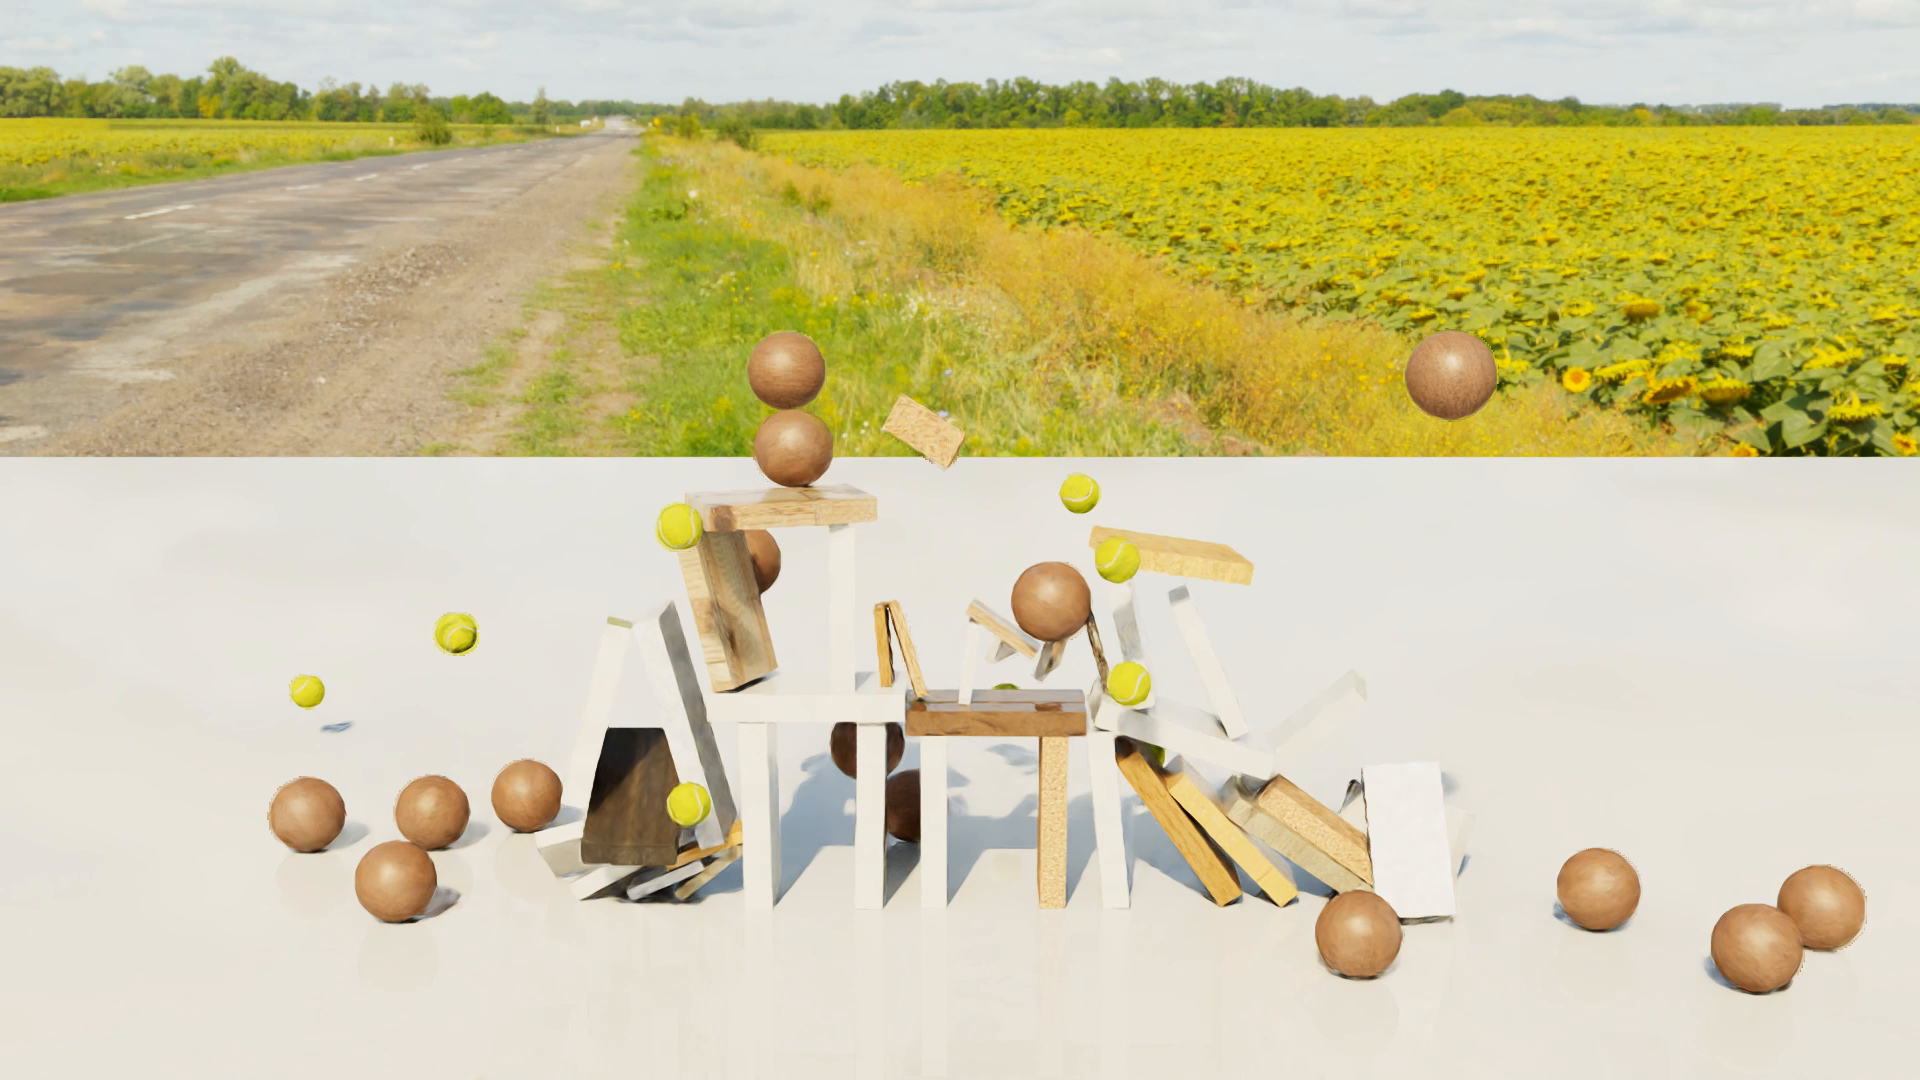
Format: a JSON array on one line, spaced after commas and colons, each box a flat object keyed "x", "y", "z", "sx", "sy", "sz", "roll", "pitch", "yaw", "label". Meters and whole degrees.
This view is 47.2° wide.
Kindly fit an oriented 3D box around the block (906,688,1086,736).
[{"x": 0.059, "y": 0.283, "z": 3.611, "sx": 0.292, "sy": 0.041, "sz": 0.146, "roll": 0, "pitch": 11, "yaw": 1, "label": "block"}]

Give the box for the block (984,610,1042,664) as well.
[{"x": 0.097, "y": 0.176, "z": 4.004, "sx": 0.019, "sy": 0.067, "sz": 0.134, "roll": 29, "pitch": 27, "yaw": 24, "label": "block"}]

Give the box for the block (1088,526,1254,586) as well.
[{"x": 0.340, "y": 0.025, "z": 3.537, "sx": 0.239, "sy": 0.034, "sz": 0.120, "roll": 8, "pitch": 14, "yaw": -19, "label": "block"}]

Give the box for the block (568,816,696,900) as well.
[{"x": -0.534, "y": 0.524, "z": 3.650, "sx": 0.217, "sy": 0.031, "sz": 0.108, "roll": -29, "pitch": 2, "yaw": 19, "label": "block"}]

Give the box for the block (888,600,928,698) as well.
[{"x": -0.087, "y": 0.177, "z": 3.602, "sx": 0.018, "sy": 0.157, "sz": 0.063, "roll": -17, "pitch": 7, "yaw": -5, "label": "block"}]

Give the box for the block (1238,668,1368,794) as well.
[{"x": 0.576, "y": 0.320, "z": 3.692, "sx": 0.246, "sy": 0.035, "sz": 0.123, "roll": -40, "pitch": 4, "yaw": 15, "label": "block"}]

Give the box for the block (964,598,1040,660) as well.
[{"x": 0.070, "y": 0.144, "z": 3.590, "sx": 0.134, "sy": 0.019, "sz": 0.067, "roll": 35, "pitch": 9, "yaw": 1, "label": "block"}]

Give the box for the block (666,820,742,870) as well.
[{"x": -0.420, "y": 0.504, "z": 3.642, "sx": 0.138, "sy": 0.020, "sz": 0.069, "roll": -21, "pitch": 10, "yaw": 4, "label": "block"}]

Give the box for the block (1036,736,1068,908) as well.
[{"x": 0.153, "y": 0.446, "z": 3.642, "sx": 0.041, "sy": 0.292, "sz": 0.146, "roll": 0, "pitch": 11, "yaw": 0, "label": "block"}]

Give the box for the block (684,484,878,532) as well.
[{"x": -0.285, "y": -0.052, "z": 3.500, "sx": 0.277, "sy": 0.039, "sz": 0.139, "roll": -4, "pitch": 11, "yaw": -22, "label": "block"}]

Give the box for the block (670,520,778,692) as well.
[{"x": -0.381, "y": 0.094, "z": 3.572, "sx": 0.039, "sy": 0.277, "sz": 0.139, "roll": -11, "pitch": 6, "yaw": 29, "label": "block"}]

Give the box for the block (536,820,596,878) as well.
[{"x": -0.594, "y": 0.505, "z": 3.710, "sx": 0.217, "sy": 0.108, "sz": 0.031, "roll": -14, "pitch": 54, "yaw": 0, "label": "block"}]

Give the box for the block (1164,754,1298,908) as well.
[{"x": 0.448, "y": 0.480, "z": 3.650, "sx": 0.039, "sy": 0.272, "sz": 0.136, "roll": -43, "pitch": 6, "yaw": 9, "label": "block"}]

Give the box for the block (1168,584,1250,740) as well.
[{"x": 0.406, "y": 0.198, "z": 3.596, "sx": 0.034, "sy": 0.239, "sz": 0.120, "roll": -24, "pitch": 9, "yaw": 7, "label": "block"}]

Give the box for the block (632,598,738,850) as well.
[{"x": -0.448, "y": 0.299, "z": 3.603, "sx": 0.042, "sy": 0.386, "sz": 0.148, "roll": -14, "pitch": 10, "yaw": 5, "label": "block"}]

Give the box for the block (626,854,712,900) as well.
[{"x": -0.482, "y": 0.553, "z": 3.653, "sx": 0.138, "sy": 0.020, "sz": 0.069, "roll": -24, "pitch": 9, "yaw": 9, "label": "block"}]

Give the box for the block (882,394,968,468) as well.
[{"x": -0.057, "y": -0.176, "z": 3.565, "sx": 0.126, "sy": 0.063, "sz": 0.018, "roll": 33, "pitch": 22, "yaw": 10, "label": "block"}]

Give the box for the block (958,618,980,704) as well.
[{"x": 0.016, "y": 0.196, "z": 3.598, "sx": 0.019, "sy": 0.134, "sz": 0.067, "roll": 8, "pitch": 11, "yaw": -1, "label": "block"}]

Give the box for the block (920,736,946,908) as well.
[{"x": -0.043, "y": 0.447, "z": 3.642, "sx": 0.041, "sy": 0.292, "sz": 0.146, "roll": 0, "pitch": 11, "yaw": 0, "label": "block"}]

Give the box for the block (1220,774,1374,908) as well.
[{"x": 0.558, "y": 0.498, "z": 3.657, "sx": 0.272, "sy": 0.039, "sz": 0.136, "roll": 34, "pitch": 10, "yaw": -4, "label": "block"}]

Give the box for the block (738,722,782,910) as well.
[{"x": -0.330, "y": 0.433, "z": 3.640, "sx": 0.045, "sy": 0.319, "sz": 0.159, "roll": -1, "pitch": 11, "yaw": 1, "label": "block"}]

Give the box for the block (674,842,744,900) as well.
[{"x": -0.412, "y": 0.541, "z": 3.656, "sx": 0.138, "sy": 0.020, "sz": 0.069, "roll": -38, "pitch": 8, "yaw": 7, "label": "block"}]

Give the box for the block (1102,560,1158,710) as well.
[{"x": 0.277, "y": 0.143, "z": 3.571, "sx": 0.034, "sy": 0.239, "sz": 0.120, "roll": -12, "pitch": 11, "yaw": 9, "label": "block"}]

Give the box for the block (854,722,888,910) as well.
[{"x": -0.146, "y": 0.432, "z": 3.643, "sx": 0.045, "sy": 0.319, "sz": 0.159, "roll": 1, "pitch": 11, "yaw": 0, "label": "block"}]

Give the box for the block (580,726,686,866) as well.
[{"x": -0.526, "y": 0.417, "z": 3.602, "sx": 0.148, "sy": 0.042, "sz": 0.295, "roll": 2, "pitch": 34, "yaw": -2, "label": "block"}]

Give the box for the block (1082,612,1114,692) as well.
[{"x": 0.226, "y": 0.183, "z": 3.591, "sx": 0.017, "sy": 0.120, "sz": 0.060, "roll": -16, "pitch": 11, "yaw": 3, "label": "block"}]

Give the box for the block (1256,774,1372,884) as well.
[{"x": 0.621, "y": 0.490, "z": 3.672, "sx": 0.272, "sy": 0.039, "sz": 0.136, "roll": 36, "pitch": 10, "yaw": 7, "label": "block"}]

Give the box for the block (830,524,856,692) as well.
[{"x": -0.192, "y": 0.096, "z": 3.574, "sx": 0.039, "sy": 0.277, "sz": 0.139, "roll": 0, "pitch": 11, "yaw": -4, "label": "block"}]

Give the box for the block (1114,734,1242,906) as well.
[{"x": 0.360, "y": 0.458, "z": 3.655, "sx": 0.042, "sy": 0.298, "sz": 0.149, "roll": -35, "pitch": 7, "yaw": 8, "label": "block"}]

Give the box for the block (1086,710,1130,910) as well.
[{"x": 0.243, "y": 0.442, "z": 3.641, "sx": 0.042, "sy": 0.298, "sz": 0.149, "roll": -6, "pitch": 10, "yaw": 3, "label": "block"}]

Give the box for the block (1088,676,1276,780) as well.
[{"x": 0.362, "y": 0.309, "z": 3.615, "sx": 0.298, "sy": 0.042, "sz": 0.149, "roll": 18, "pitch": 11, "yaw": -4, "label": "block"}]

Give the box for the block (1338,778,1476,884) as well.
[{"x": 0.763, "y": 0.502, "z": 3.800, "sx": 0.035, "sy": 0.123, "sz": 0.246, "roll": 25, "pitch": -9, "yaw": -41, "label": "block"}]

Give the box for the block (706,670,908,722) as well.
[{"x": -0.246, "y": 0.255, "z": 3.600, "sx": 0.319, "sy": 0.045, "sz": 0.159, "roll": 0, "pitch": 11, "yaw": 1, "label": "block"}]

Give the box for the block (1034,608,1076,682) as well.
[{"x": 0.157, "y": 0.175, "z": 3.650, "sx": 0.017, "sy": 0.120, "sz": 0.060, "roll": 31, "pitch": 42, "yaw": 18, "label": "block"}]

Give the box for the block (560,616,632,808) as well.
[{"x": -0.588, "y": 0.277, "z": 3.567, "sx": 0.042, "sy": 0.295, "sz": 0.148, "roll": 14, "pitch": 1, "yaw": -8, "label": "block"}]

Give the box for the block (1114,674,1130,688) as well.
[{"x": 0.279, "y": 0.276, "z": 3.852, "sx": 0.127, "sy": 0.060, "sz": 0.017, "roll": -27, "pitch": 22, "yaw": -36, "label": "block"}]

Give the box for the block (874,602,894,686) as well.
[{"x": -0.124, "y": 0.170, "z": 3.585, "sx": 0.018, "sy": 0.126, "sz": 0.063, "roll": -5, "pitch": 10, "yaw": 3, "label": "block"}]

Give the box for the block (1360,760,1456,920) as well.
[{"x": 0.722, "y": 0.484, "z": 3.546, "sx": 0.123, "sy": 0.246, "sz": 0.035, "roll": -5, "pitch": -13, "yaw": 4, "label": "block"}]
